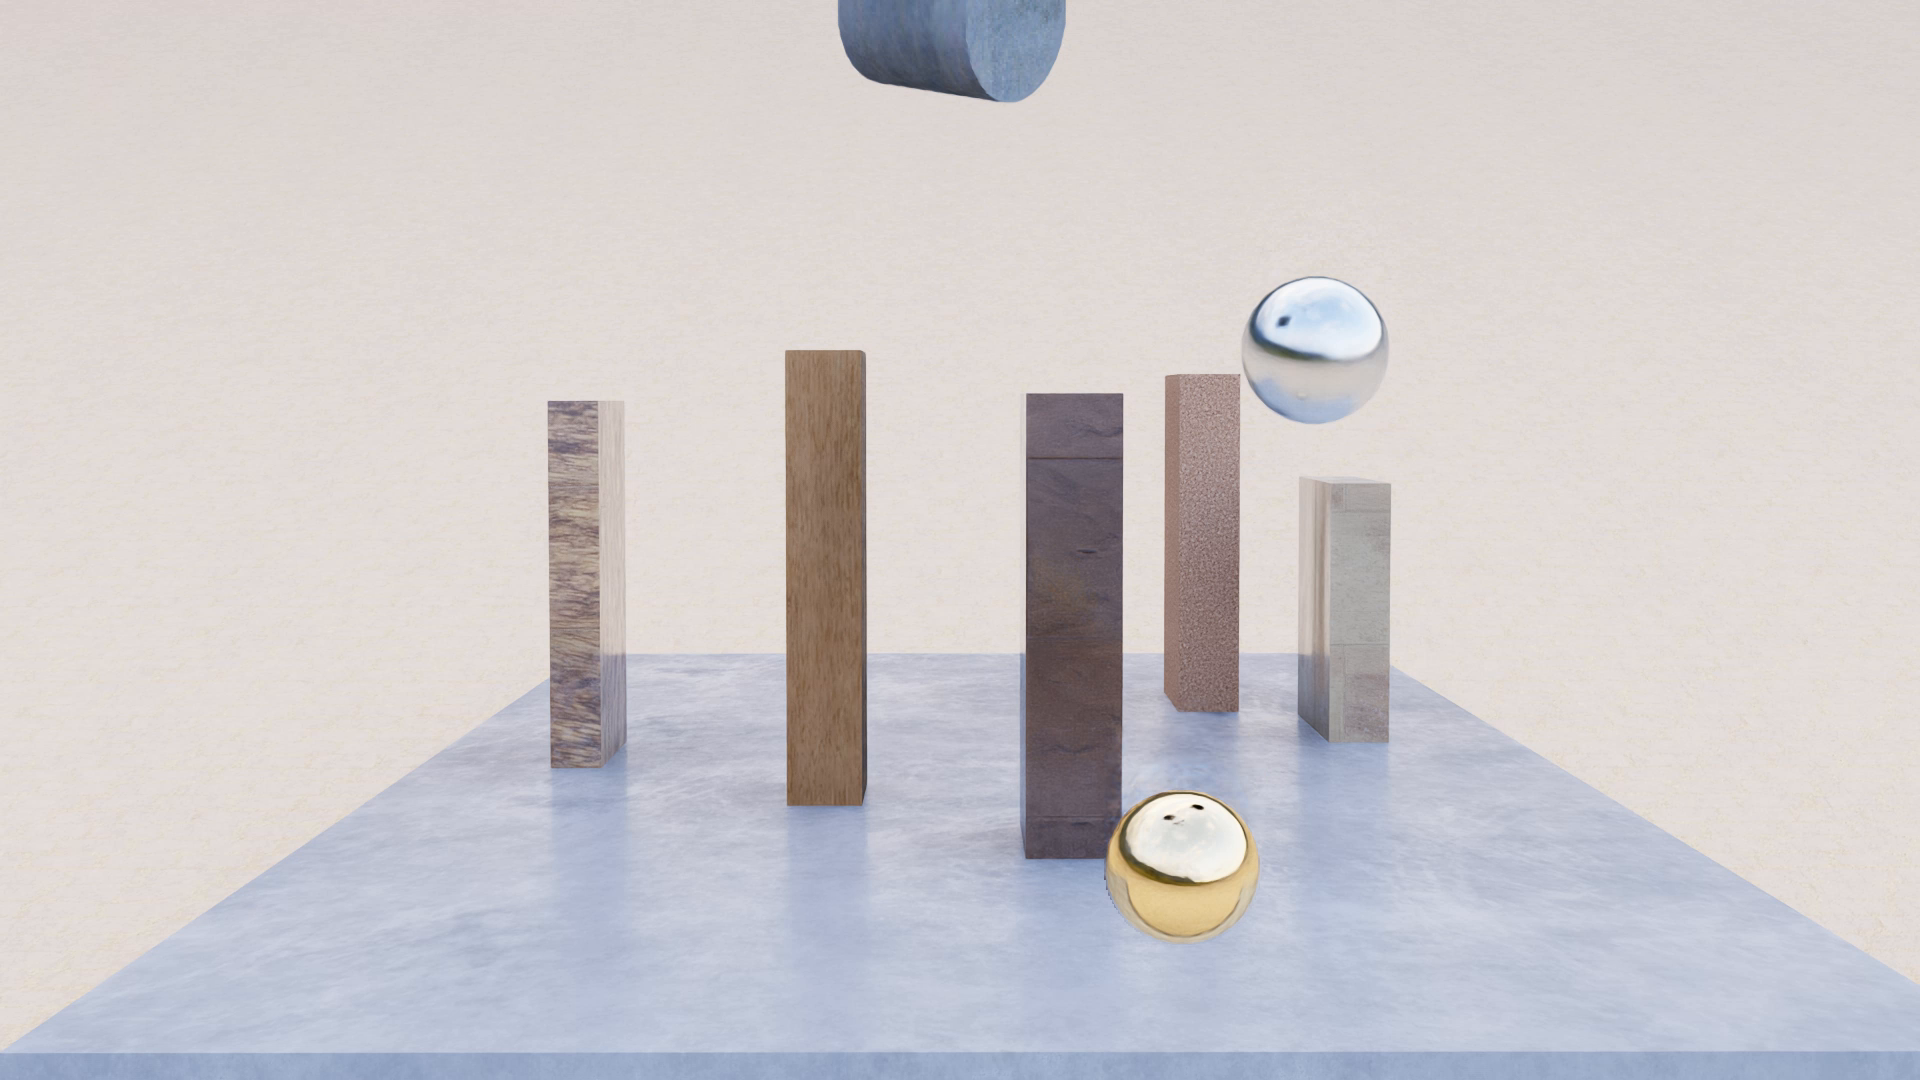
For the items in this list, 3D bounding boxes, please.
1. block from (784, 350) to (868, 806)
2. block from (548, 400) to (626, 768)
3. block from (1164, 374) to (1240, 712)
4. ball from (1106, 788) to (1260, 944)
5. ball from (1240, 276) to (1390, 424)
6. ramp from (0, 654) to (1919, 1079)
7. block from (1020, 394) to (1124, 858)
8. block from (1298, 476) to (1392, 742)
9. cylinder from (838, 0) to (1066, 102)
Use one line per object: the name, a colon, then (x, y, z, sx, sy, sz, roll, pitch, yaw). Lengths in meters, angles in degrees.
block: (-0.215, 0.055, 4.176, 0.119, 0.720, 0.246, 0, 3, 0)
block: (-0.672, 0.069, 4.650, 0.088, 0.641, 0.353, 0, 3, 0)
block: (0.511, -0.003, 5.459, 0.124, 0.695, 0.372, 0, 3, 0)
ball: (0.213, 0.313, 2.466, 0.148, 0.148, 0.148, 0, 21, 0)
ball: (0.358, -0.192, 2.592, 0.149, 0.149, 0.149, 0, 21, 0)
ramp: (0.049, 0.446, 4.532, 2.000, 0.100, 4.000, 0, 3, 0)
block: (0.159, 0.113, 3.738, 0.135, 0.651, 0.315, 0, 3, 0)
block: (0.748, 0.125, 5.027, 0.112, 0.486, 0.445, 0, 3, 0)
cylinder: (-0.007, -0.496, 2.407, 0.153, 0.153, 0.153, 16, 26, 35)
